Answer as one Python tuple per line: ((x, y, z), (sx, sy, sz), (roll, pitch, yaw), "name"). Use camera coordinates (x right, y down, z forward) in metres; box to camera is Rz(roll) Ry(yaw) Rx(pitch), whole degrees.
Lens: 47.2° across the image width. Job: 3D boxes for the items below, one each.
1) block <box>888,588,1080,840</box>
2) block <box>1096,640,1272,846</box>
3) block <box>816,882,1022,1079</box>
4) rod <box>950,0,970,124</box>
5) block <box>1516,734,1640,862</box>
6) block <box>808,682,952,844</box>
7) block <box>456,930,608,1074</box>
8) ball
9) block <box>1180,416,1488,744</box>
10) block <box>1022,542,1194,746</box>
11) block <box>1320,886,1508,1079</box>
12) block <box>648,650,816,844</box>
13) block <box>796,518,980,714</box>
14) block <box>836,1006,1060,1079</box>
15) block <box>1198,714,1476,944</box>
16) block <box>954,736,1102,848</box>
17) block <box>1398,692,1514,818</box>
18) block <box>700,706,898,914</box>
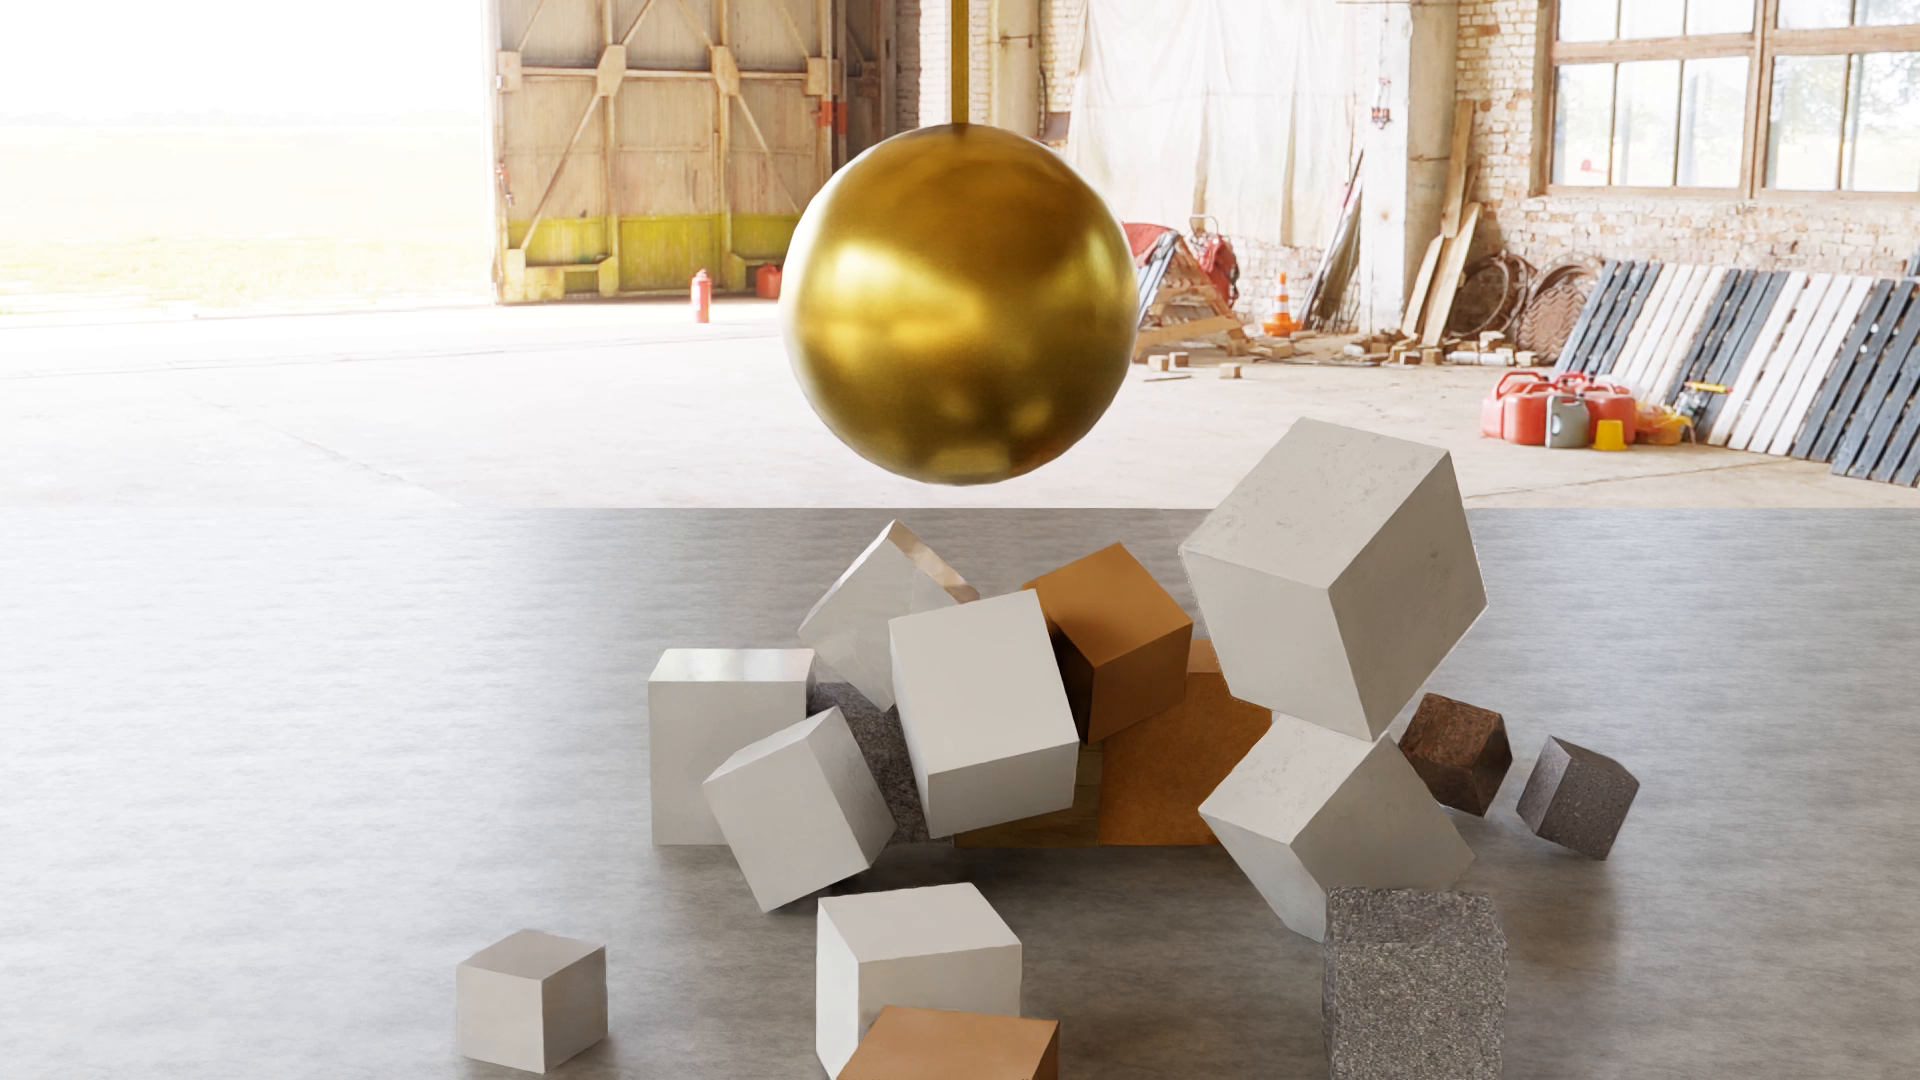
((0.103, 0.814, 10.227), (0.691, 0.784, 0.782), (-12, -28, -6), "block")
((1.126, 1.033, 11.376), (0.861, 0.897, 0.737), (0, 10, 0), "block")
((-0.165, 1.720, 8.228), (0.614, 0.637, 0.596), (-3, 14, -17), "block")
((0.000, -4.432, 9.834), (0.080, 5.200, 0.080), (0, -1, 0), "rod")
((3.083, 1.287, 10.998), (0.372, 0.427, 0.413), (21, 10, -4), "block")
((-0.400, 1.147, 11.405), (0.718, 0.664, 0.702), (0, 10, 0), "block")
((-1.672, 1.801, 8.612), (0.405, 0.376, 0.421), (5, 11, 26), "block")
((0.000, -1.034, 9.746), (1.600, 1.600, 1.600), (0, 10, 0), "ball")
((1.313, 0.128, 7.664), (0.615, 0.715, 0.744), (17, 52, 42), "block")
((0.695, 0.501, 10.676), (0.566, 0.574, 0.616), (-23, 51, -23), "block")
((1.733, 1.716, 8.455), (0.625, 0.575, 0.564), (2, 12, 5), "block")
((-1.162, 1.057, 11.379), (0.788, 0.848, 0.701), (0, 10, 0), "block")
((-0.357, 0.378, 11.250), (0.599, 0.678, 0.566), (42, 10, -5), "block")
((-0.032, 1.946, 7.114), (0.595, 0.625, 0.641), (2, 11, 13), "block")
((1.636, 1.278, 9.575), (0.659, 0.791, 0.659), (-45, 25, -17), "block")
((0.328, 1.020, 11.086), (0.716, 0.716, 0.780), (0, 43, 0), "block")
((2.607, 1.129, 11.579), (0.423, 0.438, 0.383), (17, 60, 34), "block")
((-0.743, 1.250, 10.302), (0.556, 0.660, 0.652), (-25, 4, 13), "block")
